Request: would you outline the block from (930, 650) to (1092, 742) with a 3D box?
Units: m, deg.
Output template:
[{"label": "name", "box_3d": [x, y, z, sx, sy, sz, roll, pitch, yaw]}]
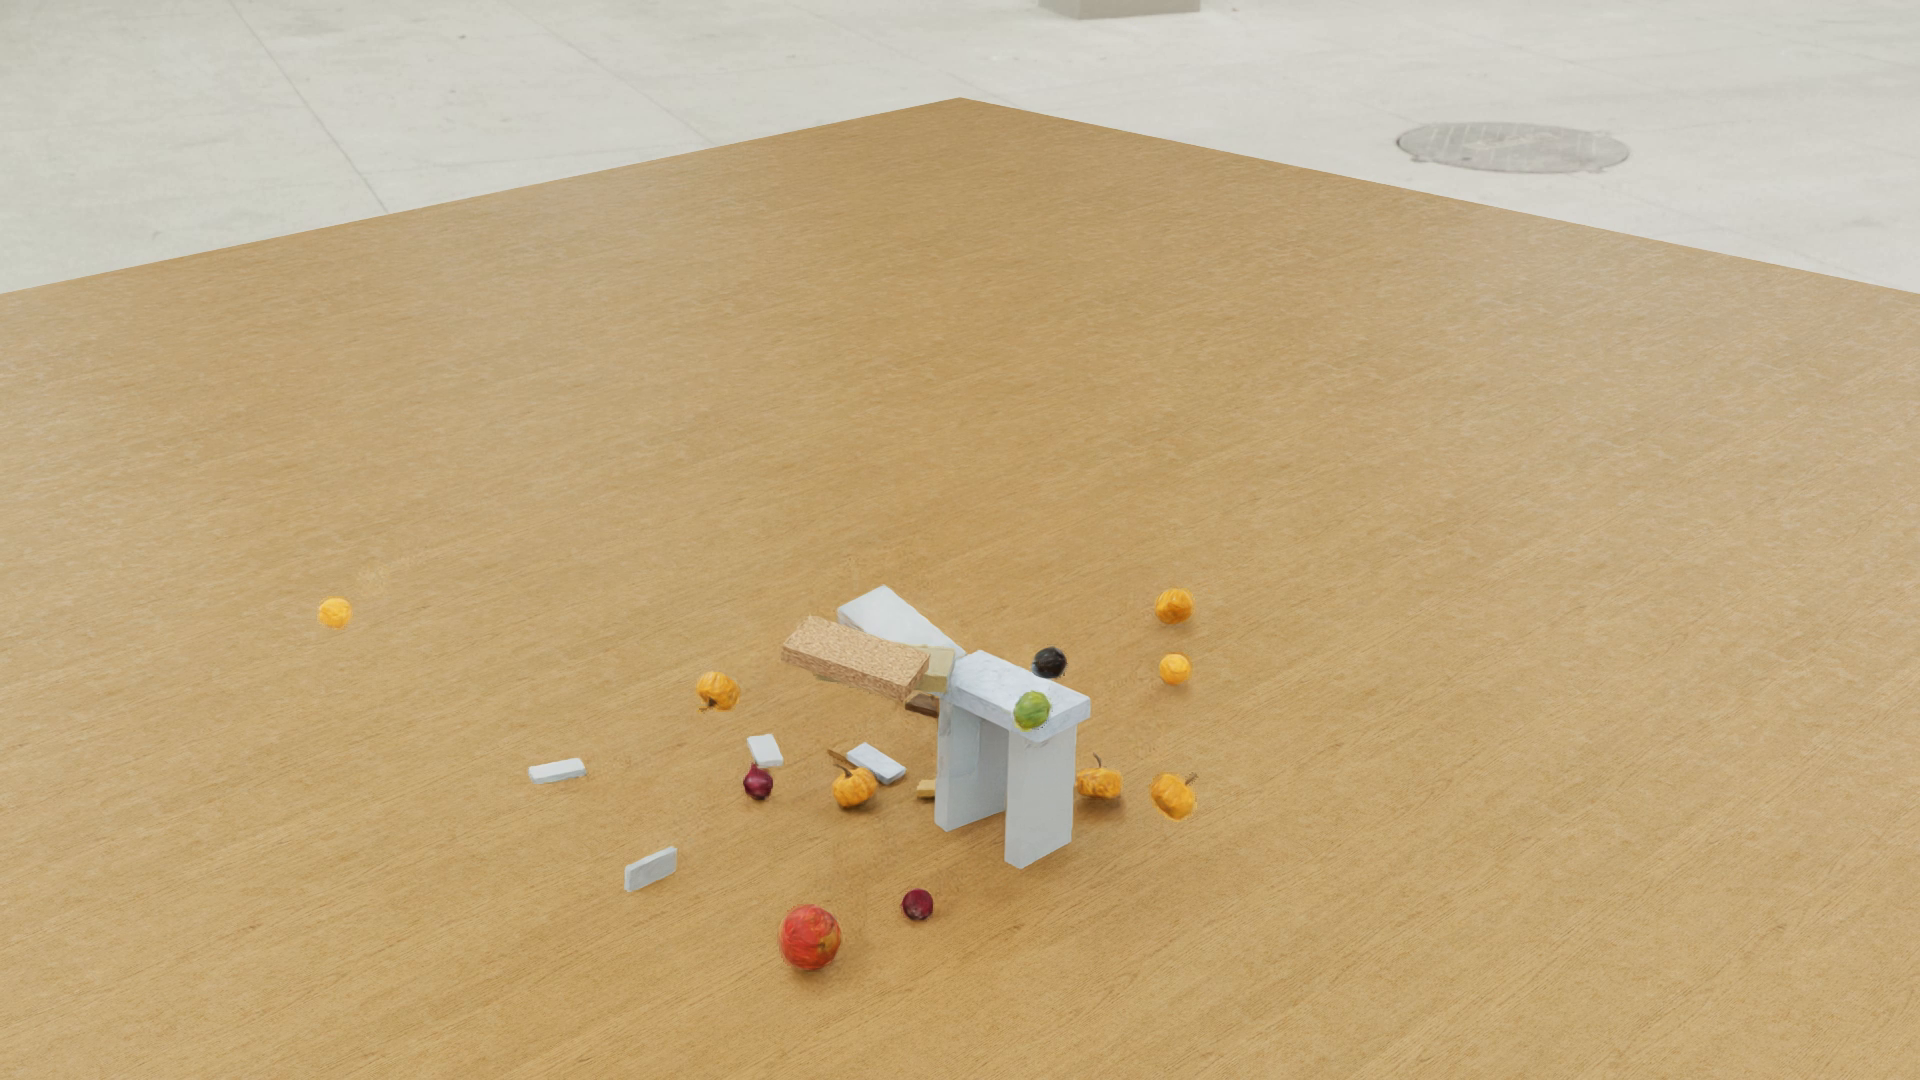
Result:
[{"label": "block", "box_3d": [0.093, 0.299, 4.245, 0.294, 0.042, 0.147, 21, 31, 40]}]

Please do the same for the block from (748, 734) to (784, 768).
[{"label": "block", "box_3d": [-0.414, 0.450, 4.681, 0.054, 0.015, 0.115, -7, 24, -15]}]

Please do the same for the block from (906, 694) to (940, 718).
[{"label": "block", "box_3d": [-0.055, 0.370, 4.867, 0.116, 0.016, 0.058, 12, 26, 27]}]

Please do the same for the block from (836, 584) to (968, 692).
[{"label": "block", "box_3d": [-0.118, 0.194, 4.415, 0.126, 0.036, 0.252, -27, 51, -35]}]

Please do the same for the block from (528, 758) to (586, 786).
[{"label": "block", "box_3d": [-0.843, 0.484, 4.601, 0.109, 0.015, 0.054, -10, 25, -22]}]

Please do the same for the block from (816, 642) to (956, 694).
[{"label": "block", "box_3d": [-0.142, 0.241, 4.266, 0.252, 0.036, 0.126, 5, 24, 5]}]

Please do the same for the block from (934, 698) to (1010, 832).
[{"label": "block", "box_3d": [0.026, 0.426, 4.377, 0.147, 0.294, 0.042, -16, 32, -33]}]

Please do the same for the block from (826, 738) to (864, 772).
[{"label": "block", "box_3d": [-0.223, 0.456, 4.664, 0.116, 0.016, 0.058, 21, 31, 41]}]

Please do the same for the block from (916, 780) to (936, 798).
[{"label": "block", "box_3d": [-0.030, 0.508, 4.514, 0.111, 0.016, 0.055, -4, 14, 11]}]

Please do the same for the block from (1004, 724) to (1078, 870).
[{"label": "block", "box_3d": [0.157, 0.477, 4.258, 0.147, 0.294, 0.042, -21, 33, -41]}]

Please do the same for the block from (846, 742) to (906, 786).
[{"label": "block", "box_3d": [-0.176, 0.468, 4.603, 0.116, 0.016, 0.058, 29, 36, 30]}]

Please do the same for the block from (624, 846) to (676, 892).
[{"label": "block", "box_3d": [-0.591, 0.630, 4.205, 0.109, 0.054, 0.015, -20, 39, -39]}]

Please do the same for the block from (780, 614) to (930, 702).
[{"label": "block", "box_3d": [-0.197, 0.221, 4.144, 0.252, 0.036, 0.126, 17, 31, 14]}]
